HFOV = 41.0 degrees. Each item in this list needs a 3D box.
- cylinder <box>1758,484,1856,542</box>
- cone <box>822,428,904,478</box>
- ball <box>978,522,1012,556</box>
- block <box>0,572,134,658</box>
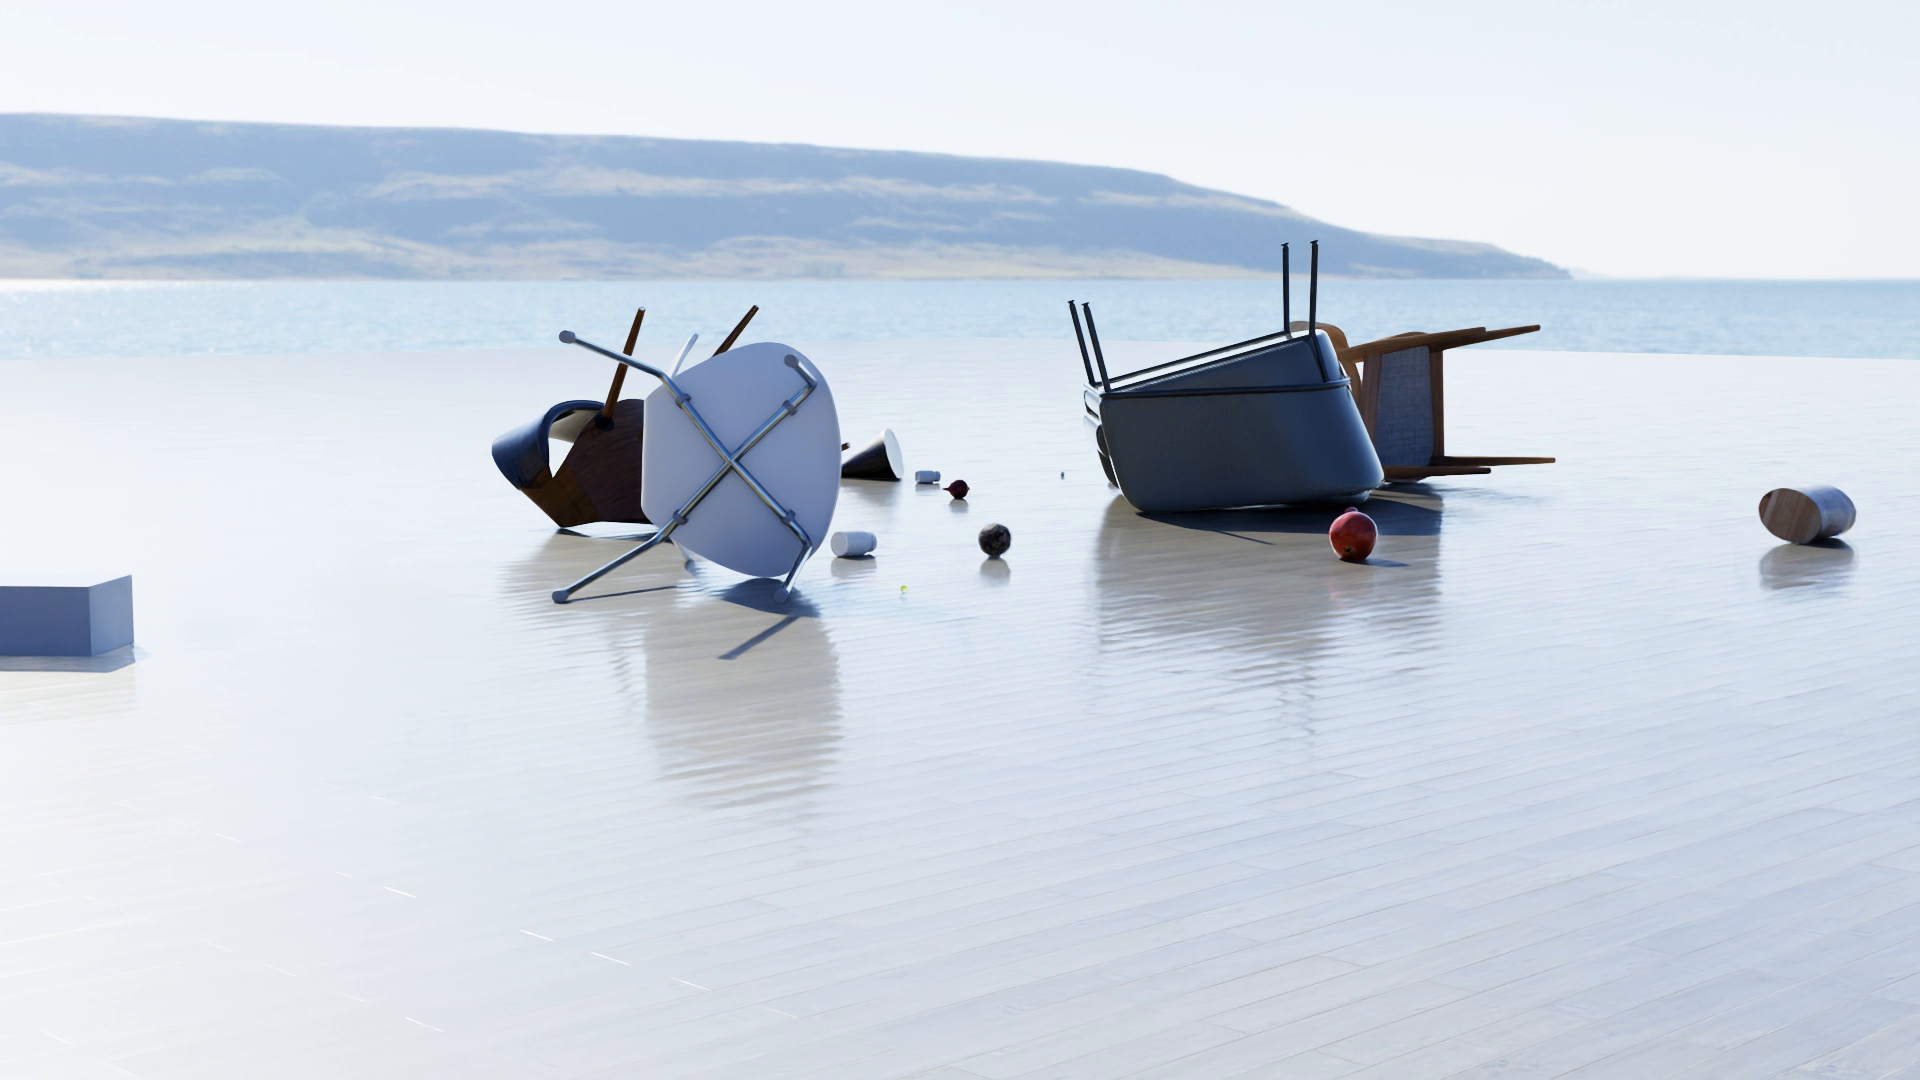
[{"bbox_3d":[2.123,-0.068,6.424,0.168,0.129,0.211,30,24,36],"label":"cylinder"},{"bbox_3d":[-0.335,-0.245,8.389,0.258,0.165,0.223,-18,22,12],"label":"cone"},{"bbox_3d":[0.082,-0.001,6.036,0.079,0.079,0.079,0,6,0],"label":"ball"},{"bbox_3d":[-1.639,0.131,4.538,0.286,0.123,0.187,0,6,4],"label":"block"}]
